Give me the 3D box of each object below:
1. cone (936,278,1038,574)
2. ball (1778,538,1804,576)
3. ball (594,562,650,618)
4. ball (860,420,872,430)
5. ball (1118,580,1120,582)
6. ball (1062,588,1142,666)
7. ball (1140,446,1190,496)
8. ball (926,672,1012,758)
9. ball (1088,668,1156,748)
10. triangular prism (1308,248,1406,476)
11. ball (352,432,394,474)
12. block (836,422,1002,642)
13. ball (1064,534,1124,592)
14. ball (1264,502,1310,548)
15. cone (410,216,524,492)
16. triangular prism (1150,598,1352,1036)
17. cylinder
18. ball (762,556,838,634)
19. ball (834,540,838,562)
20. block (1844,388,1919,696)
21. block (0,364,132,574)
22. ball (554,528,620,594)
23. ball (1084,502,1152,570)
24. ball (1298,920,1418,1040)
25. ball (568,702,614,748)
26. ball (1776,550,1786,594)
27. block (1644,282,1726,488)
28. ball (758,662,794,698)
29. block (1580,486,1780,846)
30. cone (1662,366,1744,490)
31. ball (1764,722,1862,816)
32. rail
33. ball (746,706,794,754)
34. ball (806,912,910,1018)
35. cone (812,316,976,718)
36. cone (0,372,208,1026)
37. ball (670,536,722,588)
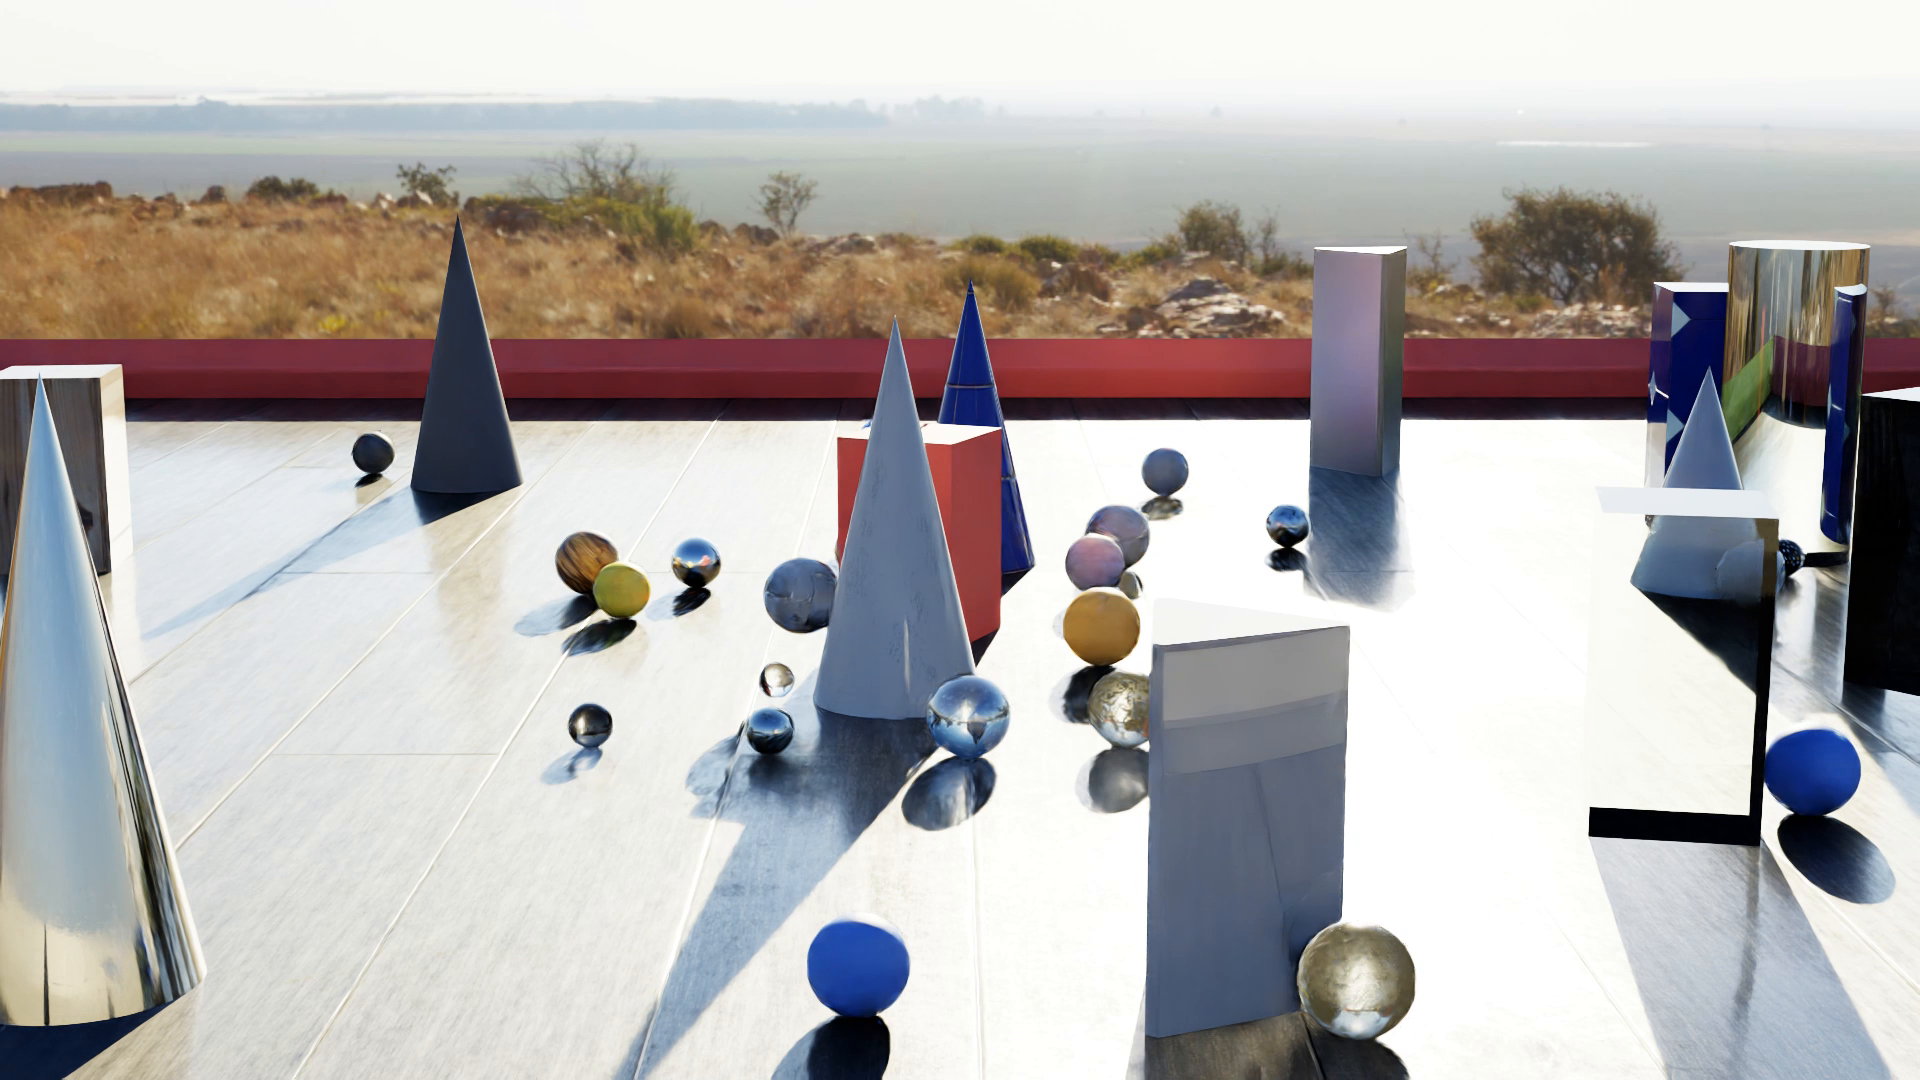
[{"bbox_3d":[0.015,-0.174,3.767,0.198,0.423,0.198,0,10,0],"label":"cone"},{"bbox_3d":[1.190,0.025,3.704,0.055,0.055,0.055,0,10,0],"label":"ball"},{"bbox_3d":[-0.450,0.067,3.418,0.076,0.076,0.076,0,10,0],"label":"ball"},{"bbox_3d":[-0.119,-0.151,4.075,0.093,0.093,0.093,0,10,0],"label":"ball"},{"bbox_3d":[0.202,0.043,3.607,0.053,0.053,0.053,0,10,0],"label":"ball"},{"bbox_3d":[0.174,0.106,3.146,0.097,0.097,0.097,0,10,0],"label":"ball"},{"bbox_3d":[0.351,-0.118,4.391,0.085,0.085,0.085,0,10,0],"label":"ball"},{"bbox_3d":[0.010,0.187,2.730,0.091,0.091,0.091,0,10,0],"label":"ball"},{"bbox_3d":[0.181,0.182,2.771,0.086,0.086,0.086,0,10,0],"label":"ball"},{"bbox_3d":[0.755,-0.330,4.677,0.149,0.399,0.172,-8,13,-38],"label":"triangular prism"},{"bbox_3d":[-1.058,-0.157,4.627,0.076,0.076,0.076,0,10,0],"label":"ball"},{"bbox_3d":[-0.051,-0.008,3.304,0.159,0.264,0.159,5,11,24],"label":"block"},{"bbox_3d":[0.185,0.033,3.542,0.083,0.083,0.083,0,10,0],"label":"ball"},{"bbox_3d":[0.501,-0.023,3.920,0.070,0.070,0.070,0,10,0],"label":"ball"},{"bbox_3d":[-0.869,-0.333,4.480,0.198,0.475,0.198,0,10,0],"label":"cone"},{"bbox_3d":[0.191,0.208,2.023,0.172,0.305,0.149,-5,12,-25],"label":"triangular prism"},{"bbox_3d":[1.237,-0.206,3.824,0.198,0.465,0.198,0,10,0],"label":"cylinder"},{"bbox_3d":[-0.186,0.065,3.025,0.093,0.093,0.093,0,10,0],"label":"ball"},{"bbox_3d":[-0.157,0.016,3.749,0.055,0.055,0.055,0,10,0],"label":"ball"},{"bbox_3d":[1.170,0.001,3.032,0.159,0.345,0.159,-8,13,-37],"label":"block"},{"bbox_3d":[-1.323,-0.106,3.778,0.159,0.285,0.159,-1,11,-7],"label":"block"},{"bbox_3d":[-0.519,0.030,3.574,0.091,0.091,0.091,0,10,0],"label":"ball"},{"bbox_3d":[0.229,-0.005,3.743,0.099,0.099,0.099,0,10,0],"label":"ball"},{"bbox_3d":[0.301,0.333,1.941,0.090,0.090,0.090,0,10,0],"label":"ball"},{"bbox_3d":[-0.399,0.200,2.770,0.050,0.050,0.050,0,10,0],"label":"ball"},{"bbox_3d":[1.076,0.041,3.500,0.097,0.097,0.097,0,10,0],"label":"ball"},{"bbox_3d":[1.188,-0.210,4.072,0.159,0.382,0.159,1,11,4],"label":"block"},{"bbox_3d":[-0.212,0.162,2.959,0.042,0.042,0.042,0,10,0],"label":"ball"},{"bbox_3d":[0.694,0.118,2.487,0.159,0.314,0.159,2,11,11],"label":"block"},{"bbox_3d":[1.063,-0.097,3.667,0.198,0.307,0.198,0,10,0],"label":"cone"},{"bbox_3d":[0.836,0.225,2.519,0.092,0.092,0.092,0,10,0],"label":"ball"},{"bbox_3d":[-0.013,-0.377,5.665,4.487,0.129,0.045,0,10,0],"label":"rail"},{"bbox_3d":[-0.204,0.204,2.744,0.052,0.052,0.052,0,10,0],"label":"ball"},{"bbox_3d":[-0.079,0.329,1.987,0.081,0.081,0.081,0,10,0],"label":"ball"},{"bbox_3d":[-0.073,-0.036,2.954,0.198,0.447,0.198,0,10,0],"label":"cone"},{"bbox_3d":[-0.710,0.112,2.023,0.198,0.494,0.198,0,10,0],"label":"cone"},{"bbox_3d":[-0.371,0.031,3.619,0.073,0.073,0.073,0,10,0],"label":"ball"}]
